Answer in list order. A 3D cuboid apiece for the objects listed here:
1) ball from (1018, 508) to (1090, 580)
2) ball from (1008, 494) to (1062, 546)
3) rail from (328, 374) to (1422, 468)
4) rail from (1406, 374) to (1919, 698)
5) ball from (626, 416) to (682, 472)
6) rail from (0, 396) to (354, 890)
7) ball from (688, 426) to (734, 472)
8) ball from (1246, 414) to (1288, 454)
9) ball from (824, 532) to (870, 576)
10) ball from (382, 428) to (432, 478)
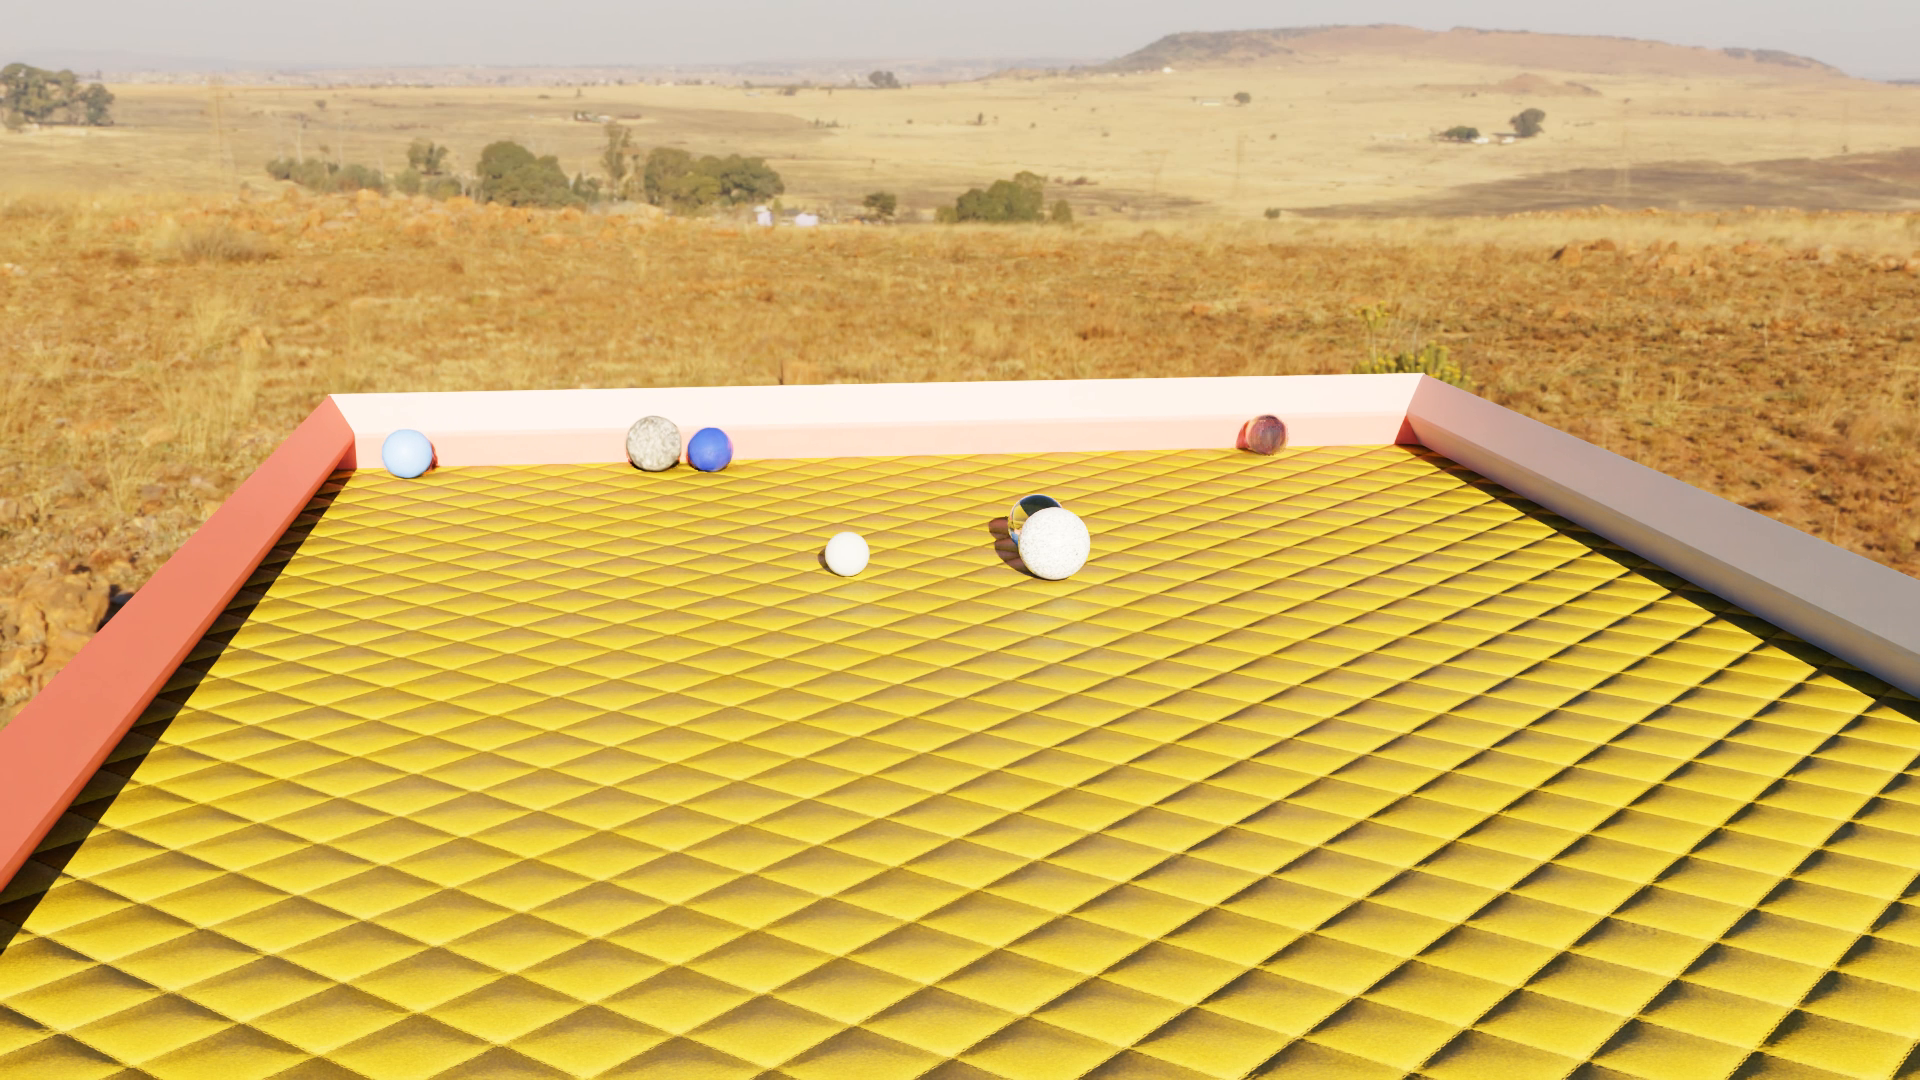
[{"bbox_3d":[0.126,0.005,2.934,0.097,0.097,0.097,0,12,0],"label":"ball"},{"bbox_3d":[0.109,-0.022,3.087,0.085,0.085,0.085,0,12,0],"label":"ball"},{"bbox_3d":[-0.112,-0.205,3.814,1.912,0.126,0.045,-2,13,-7],"label":"rail"},{"bbox_3d":[1.039,0.136,2.269,0.045,0.126,3.488,-2,13,-7],"label":"rail"},{"bbox_3d":[-0.514,-0.162,3.699,0.095,0.095,0.095,0,12,0],"label":"ball"},{"bbox_3d":[-0.809,0.189,2.029,0.045,0.126,3.488,-2,13,-7],"label":"rail"},{"bbox_3d":[-0.419,-0.153,3.697,0.077,0.077,0.077,0,12,0],"label":"ball"},{"bbox_3d":[0.537,-0.186,3.855,0.073,0.073,0.073,0,12,0],"label":"ball"},{"bbox_3d":[-0.152,0.019,2.956,0.060,0.060,0.060,0,12,0],"label":"ball"},{"bbox_3d":[-0.915,-0.143,3.641,0.083,0.083,0.083,0,12,0],"label":"ball"}]
